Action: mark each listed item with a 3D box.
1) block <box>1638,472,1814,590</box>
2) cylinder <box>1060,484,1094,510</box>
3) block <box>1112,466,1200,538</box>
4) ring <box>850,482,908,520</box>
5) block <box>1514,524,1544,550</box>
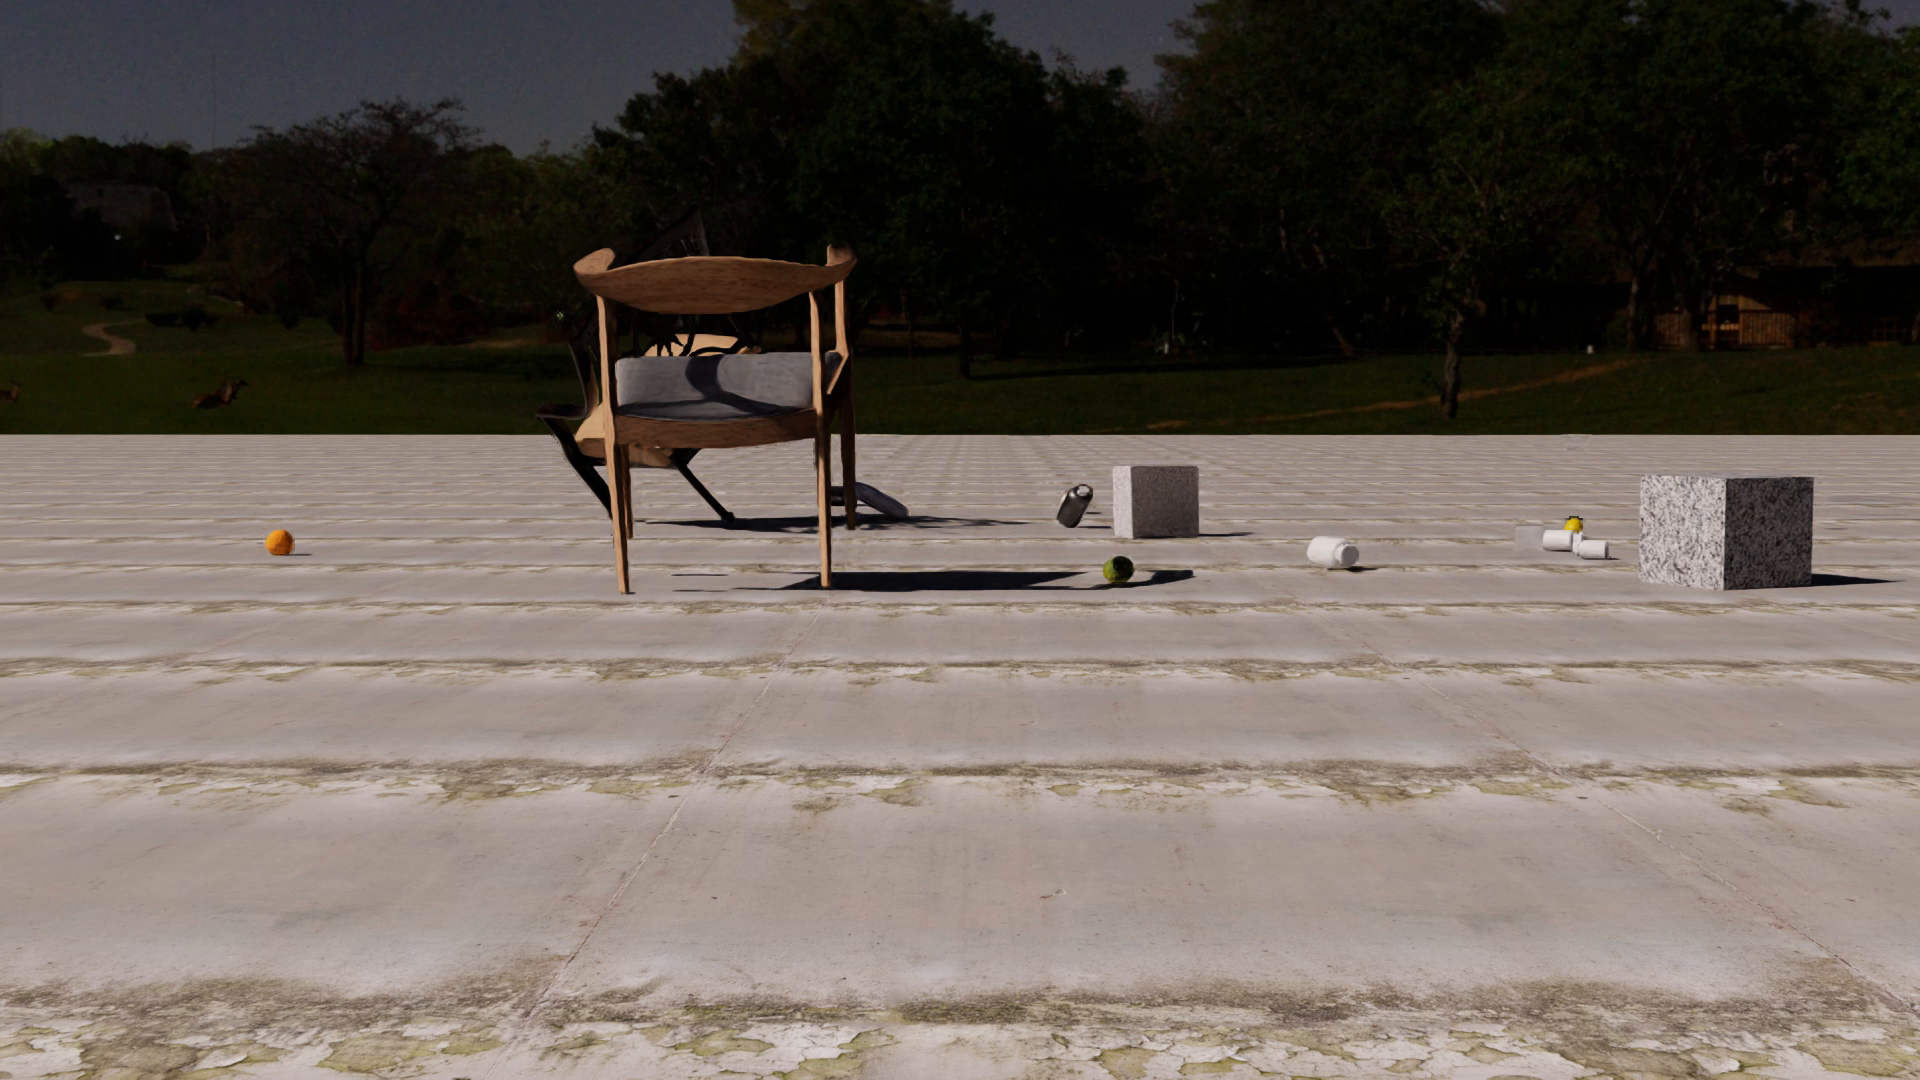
[{"bbox_3d":[1.764,-0.024,5.070,0.263,0.250,0.269,-2,4,-25],"label":"block"},{"bbox_3d":[0.424,-0.154,7.968,0.100,0.078,0.082,-27,3,-25],"label":"cylinder"},{"bbox_3d":[0.596,-0.118,6.673,0.244,0.212,0.098,-2,1,-29],"label":"block"},{"bbox_3d":[-0.274,-0.132,7.501,0.274,0.054,0.138,28,5,-41],"label":"ring"},{"bbox_3d":[1.587,-0.007,6.135,0.075,0.068,0.056,1,7,17],"label":"block"}]
